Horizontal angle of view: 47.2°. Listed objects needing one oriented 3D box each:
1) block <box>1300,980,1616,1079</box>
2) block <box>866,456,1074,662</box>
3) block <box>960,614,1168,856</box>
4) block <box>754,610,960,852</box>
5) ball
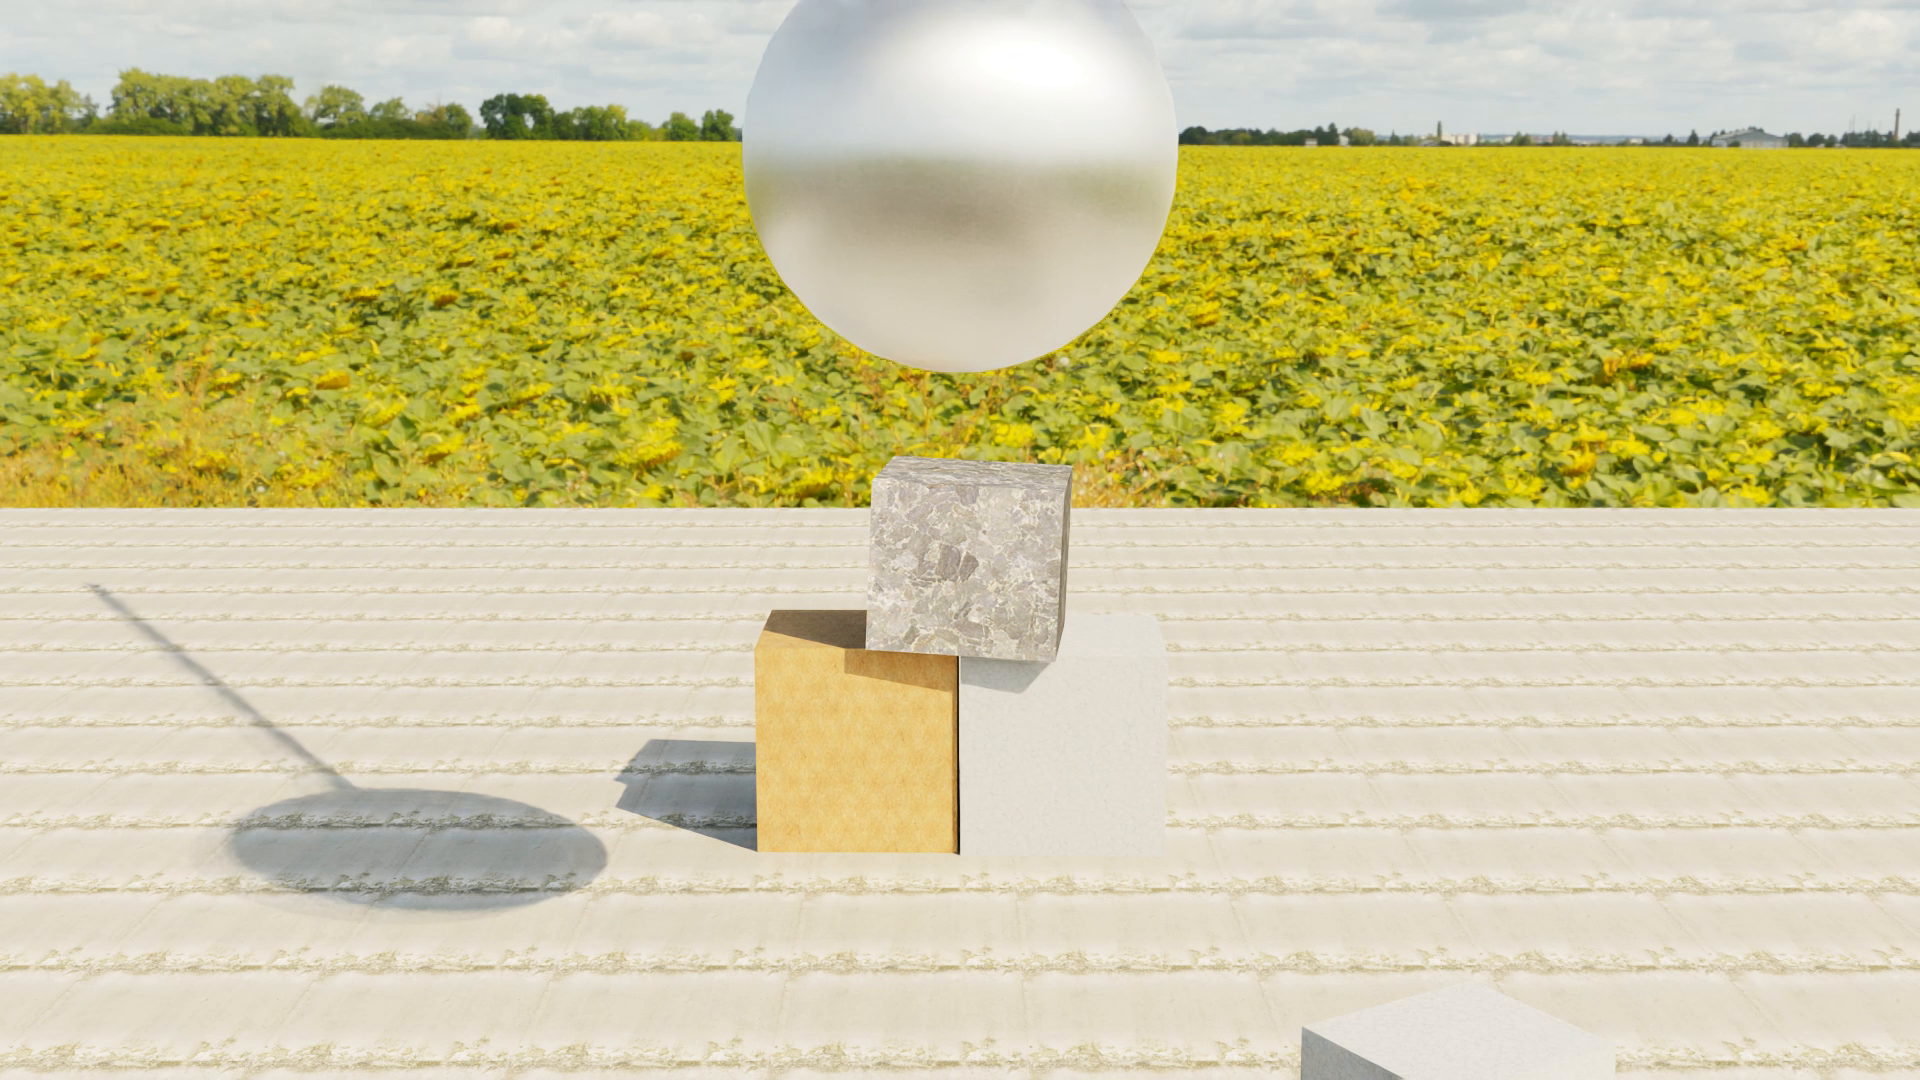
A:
[{"bbox_3d":[1.603,1.921,7.141,0.756,0.665,0.642,-6,12,-31],"label":"block"},{"bbox_3d":[0.062,0.075,11.003,0.925,0.833,0.874,3,10,5],"label":"block"},{"bbox_3d":[0.519,0.984,11.305,1.015,1.020,0.953,0,10,1],"label":"block"},{"bbox_3d":[-0.507,0.966,11.337,0.996,1.044,0.913,0,10,1],"label":"block"},{"bbox_3d":[0.000,-1.417,8.068,1.600,1.600,1.600,0,10,0],"label":"ball"}]
